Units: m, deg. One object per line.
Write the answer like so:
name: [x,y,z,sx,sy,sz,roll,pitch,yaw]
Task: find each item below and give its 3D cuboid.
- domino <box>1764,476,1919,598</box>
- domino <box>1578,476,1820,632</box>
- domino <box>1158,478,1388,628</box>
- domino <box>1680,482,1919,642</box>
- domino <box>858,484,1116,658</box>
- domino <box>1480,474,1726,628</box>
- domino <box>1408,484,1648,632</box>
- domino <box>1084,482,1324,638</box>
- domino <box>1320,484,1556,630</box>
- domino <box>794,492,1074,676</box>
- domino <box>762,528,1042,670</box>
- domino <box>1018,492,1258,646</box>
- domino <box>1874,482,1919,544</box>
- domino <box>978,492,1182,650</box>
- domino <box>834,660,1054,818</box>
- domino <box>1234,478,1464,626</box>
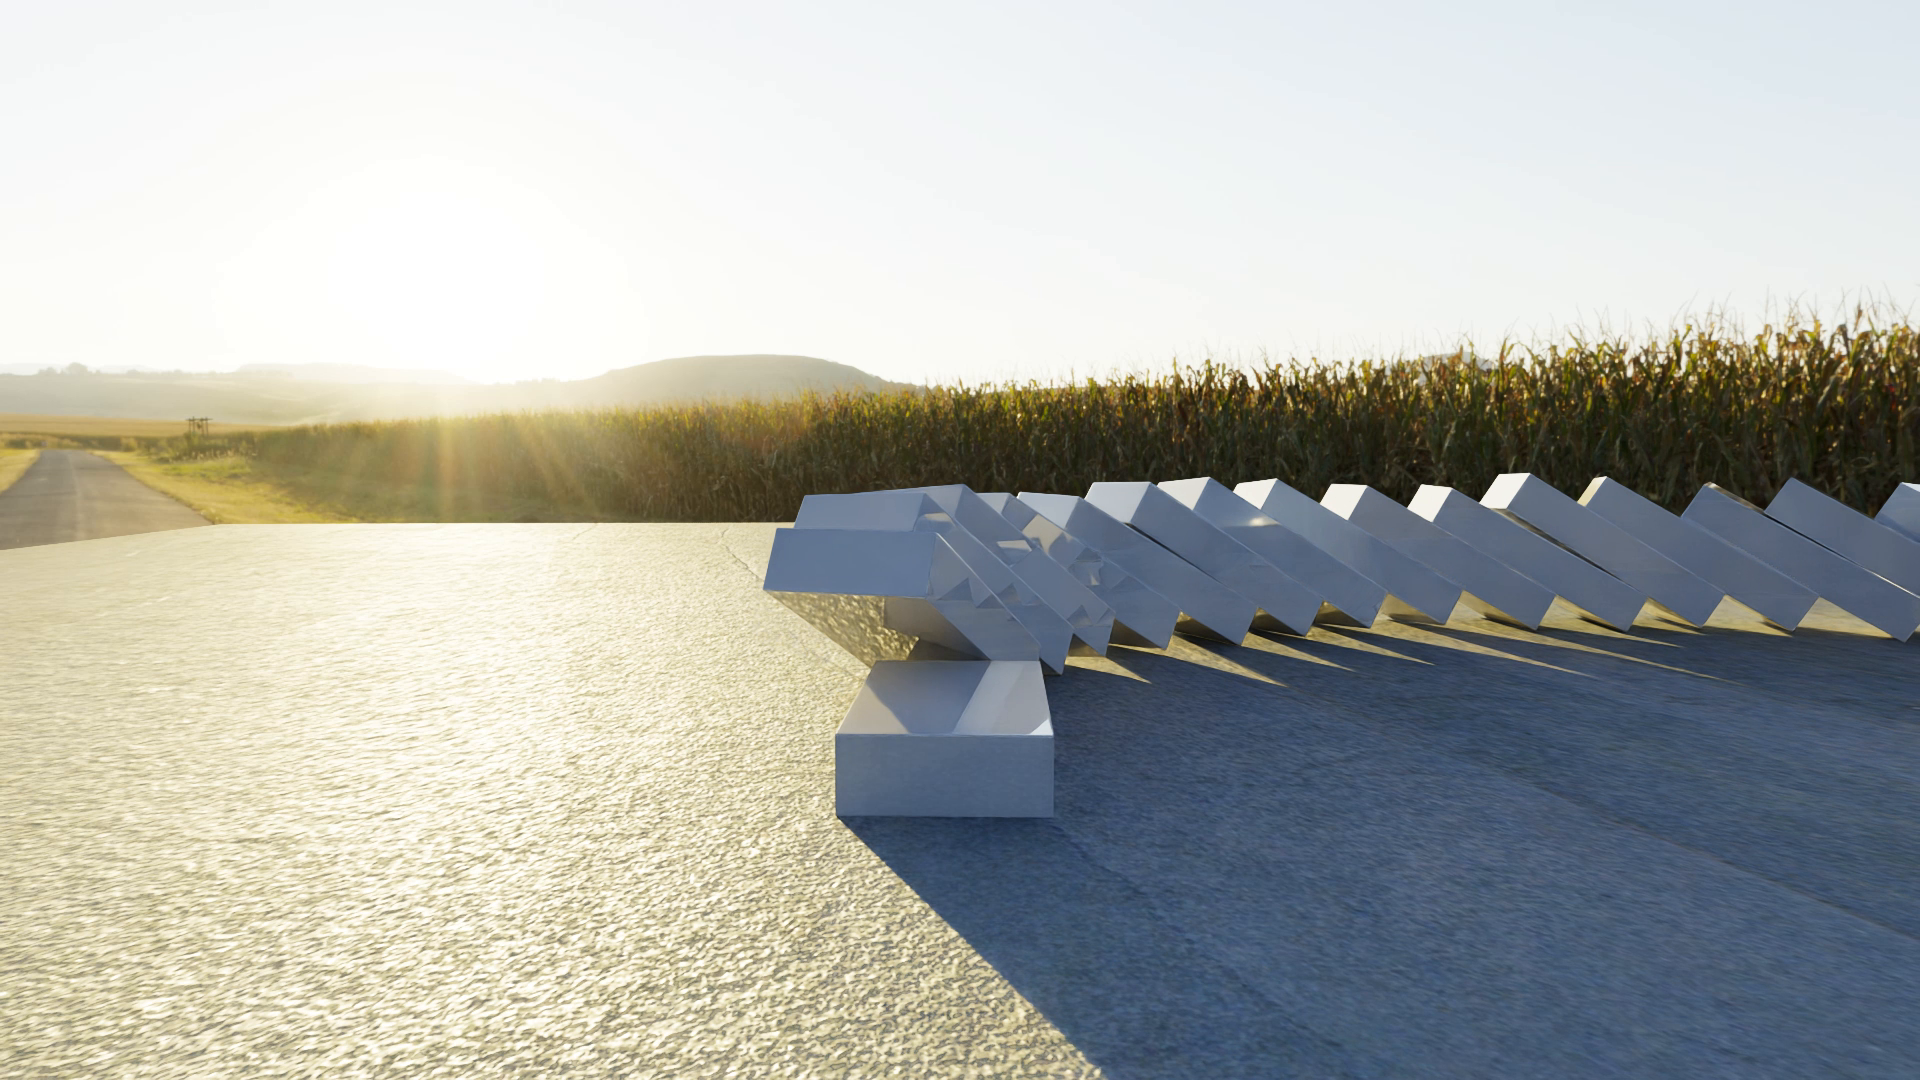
domino: [0.208,0.003,0.286,0.050,0.009,0.025,39,23,30]
domino: [0.171,0.003,0.301,0.050,0.010,0.025,34,13,16]
domino: [0.068,0.003,0.289,0.050,0.009,0.025,31,-8,-14]
domino: [0.193,0.004,0.294,0.050,0.009,0.025,36,22,26]
domino: [0.005,0.007,0.236,0.025,0.009,0.050,-3,-30,40]
domino: [0.149,0.002,0.302,0.050,0.009,0.025,33,6,5]
domino: [0.132,0.004,0.302,0.050,0.010,0.025,29,6,2]
domino: [0.052,0.004,0.280,0.050,0.010,0.025,32,-9,-20]
domino: [0.110,0.003,0.300,0.050,0.009,0.025,29,2,-3]
domino: [-0.004,0.008,0.220,0.025,0.010,0.050,0,-28,36]
domino: [-0.007,0.012,0.199,0.025,0.009,0.050,2,-21,22]
domino: [0.036,0.006,0.271,0.050,0.009,0.025,29,-9,-24]
domino: [0.226,0.005,0.273,0.025,0.010,0.050,1,32,-37]
domino: [0.018,0.007,0.256,0.050,0.009,0.025,32,-17,-32]
domino: [-0.001,0.025,0.171,0.025,0.009,0.050,0,4,2]
domino: [0.087,0.003,0.297,0.050,0.009,0.025,29,-4,-6]
